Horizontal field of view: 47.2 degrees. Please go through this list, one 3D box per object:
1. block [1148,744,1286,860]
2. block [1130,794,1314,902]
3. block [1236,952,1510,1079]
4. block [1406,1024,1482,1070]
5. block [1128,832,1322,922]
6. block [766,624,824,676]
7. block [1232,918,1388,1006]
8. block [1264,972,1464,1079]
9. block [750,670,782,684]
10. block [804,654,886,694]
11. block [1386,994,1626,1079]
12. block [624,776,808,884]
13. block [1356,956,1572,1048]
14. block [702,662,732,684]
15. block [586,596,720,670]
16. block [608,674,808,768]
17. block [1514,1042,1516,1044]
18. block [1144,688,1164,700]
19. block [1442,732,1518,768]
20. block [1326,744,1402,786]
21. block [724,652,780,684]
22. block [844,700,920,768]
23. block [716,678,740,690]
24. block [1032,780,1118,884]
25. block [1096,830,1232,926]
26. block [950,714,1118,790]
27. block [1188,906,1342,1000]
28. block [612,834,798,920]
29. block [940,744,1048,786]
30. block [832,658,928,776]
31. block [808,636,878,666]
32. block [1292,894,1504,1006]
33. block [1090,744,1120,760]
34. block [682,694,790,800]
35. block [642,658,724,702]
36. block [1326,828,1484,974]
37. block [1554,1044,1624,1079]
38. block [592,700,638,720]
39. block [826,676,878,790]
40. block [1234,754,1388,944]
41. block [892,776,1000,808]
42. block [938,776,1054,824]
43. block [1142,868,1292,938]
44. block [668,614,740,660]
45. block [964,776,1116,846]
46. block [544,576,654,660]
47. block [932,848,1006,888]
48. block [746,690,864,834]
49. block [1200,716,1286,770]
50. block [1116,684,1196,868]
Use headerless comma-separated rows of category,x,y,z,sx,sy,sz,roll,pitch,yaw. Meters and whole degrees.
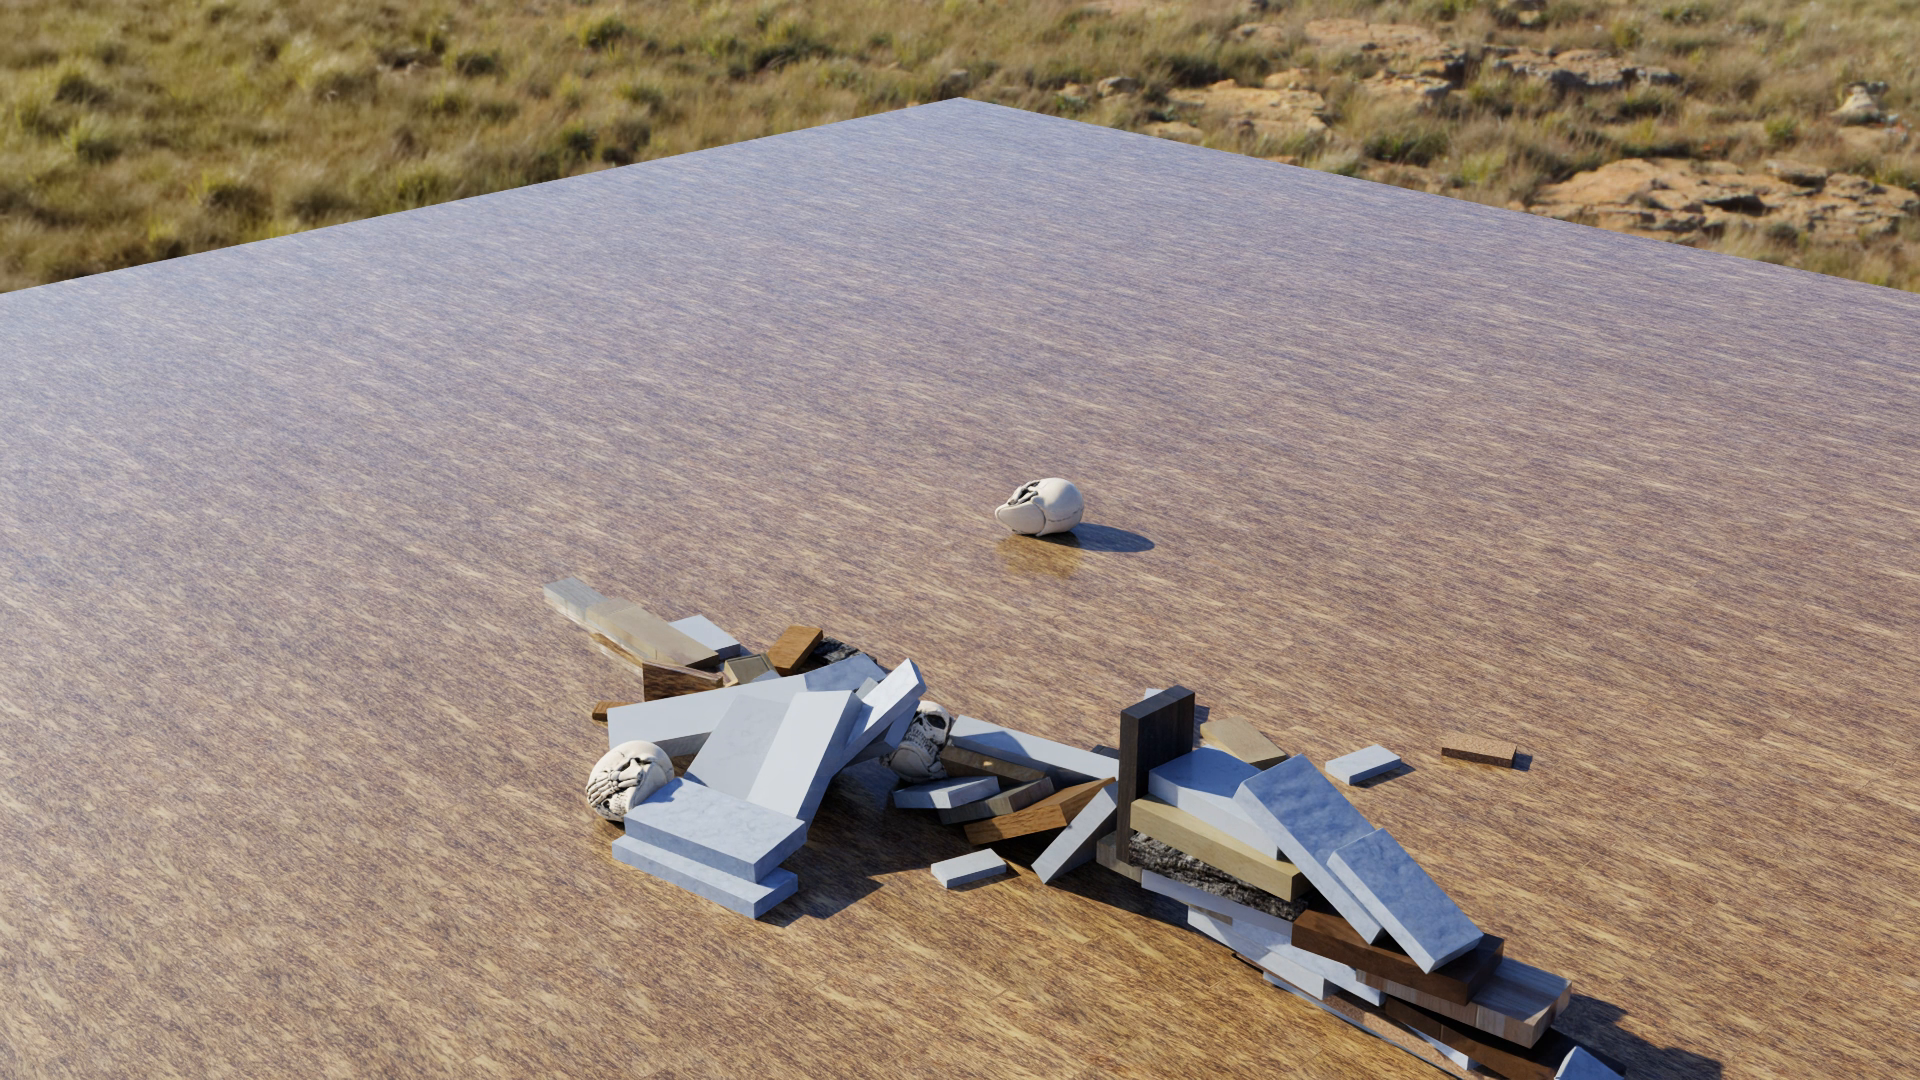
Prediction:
block,0.499,0.461,3.901,0.155,0.044,0.310,-18,29,-37
block,0.495,0.517,3.888,0.355,0.050,0.177,21,31,40
block,0.723,0.802,3.789,0.097,0.028,0.559,-20,30,-39
block,0.821,0.814,3.691,0.097,0.028,0.194,-13,26,-28
block,0.497,0.568,3.897,0.355,0.050,0.177,16,28,33
block,-0.391,0.255,5.086,0.083,0.024,0.166,6,33,24
block,0.650,0.694,3.834,0.160,0.045,0.320,-20,30,-39
block,0.815,0.863,3.704,0.712,0.018,0.063,21,31,41
block,-0.394,0.338,4.837,0.127,0.018,0.063,35,42,28
block,-0.266,0.318,4.944,0.193,0.027,0.096,-18,45,-36
block,0.889,0.817,3.604,0.123,0.035,0.378,-20,30,-39
block,-0.476,0.561,4.273,0.323,0.046,0.162,15,31,31
block,0.832,0.729,3.638,0.311,0.044,0.155,17,28,34
block,-0.508,0.331,4.944,0.097,0.028,0.194,-17,28,-35
block,-0.721,0.223,5.140,0.096,0.027,0.415,-18,29,-37
block,-0.535,0.386,4.712,0.430,0.046,0.162,-10,29,-6
block,0.860,0.764,3.650,0.194,0.028,0.097,19,30,37
block,0.444,0.384,4.820,0.097,0.027,0.194,5,23,11
block,1.105,0.447,4.682,0.146,0.021,0.073,9,25,21
block,0.848,0.472,4.623,0.146,0.021,0.073,-14,27,-30
block,-0.439,0.329,4.874,0.097,0.028,0.194,-10,42,-27
block,-0.189,0.398,4.541,0.250,0.035,0.125,-24,32,50
block,-0.523,0.353,4.801,0.113,0.057,0.016,-27,25,2
block,0.266,0.534,4.155,0.152,0.304,0.043,-20,67,-39
block,0.425,0.602,4.054,0.320,0.045,0.160,20,30,39
block,0.198,0.474,4.414,0.439,0.177,0.050,14,57,29
block,0.579,0.703,3.930,0.160,0.045,0.320,-18,29,-37
block,-0.493,0.628,4.235,0.368,0.035,0.125,16,28,33
block,0.078,0.489,4.459,0.230,0.115,0.033,13,55,28
block,-0.228,0.400,4.434,0.397,0.027,0.097,-43,30,10
block,-0.279,0.271,5.091,0.083,0.024,0.166,-21,31,-40
block,0.728,0.670,3.664,0.311,0.044,0.155,15,27,31
block,0.289,0.476,4.612,0.073,0.021,0.146,13,26,27
block,-0.451,0.453,4.521,0.162,0.046,0.323,9,41,20
block,-0.611,0.330,4.860,0.194,0.097,0.028,11,25,25
block,0.733,0.592,3.625,0.123,0.035,0.246,-18,53,-35
block,1.028,0.906,3.399,0.246,0.035,0.123,35,51,11
block,-0.749,0.378,4.850,0.113,0.016,0.057,3,23,6
block,-0.235,0.402,4.526,0.250,0.035,0.125,-51,20,-6
block,0.636,0.519,3.729,0.155,0.044,0.342,-19,54,-37
block,-0.029,0.505,4.405,0.115,0.033,0.230,-14,1,-30
block,0.071,0.518,4.360,0.115,0.033,0.230,-20,1,-39
block,0.506,0.613,3.913,0.328,0.044,0.155,14,27,30
block,-0.606,0.232,5.178,0.096,0.027,0.193,-15,27,-32
block,0.158,0.528,4.268,0.152,0.043,0.304,-20,-1,-39
block,-0.805,0.205,5.249,0.083,0.024,0.608,-18,29,-36
block,0.017,0.633,4.245,0.130,0.018,0.065,-11,26,-25
block,-0.318,0.443,4.401,0.155,0.044,0.310,-5,49,39
block,0.604,0.437,4.695,0.097,0.027,0.194,-10,25,-22
block,0.356,0.430,4.011,0.152,0.304,0.043,-20,30,-39
